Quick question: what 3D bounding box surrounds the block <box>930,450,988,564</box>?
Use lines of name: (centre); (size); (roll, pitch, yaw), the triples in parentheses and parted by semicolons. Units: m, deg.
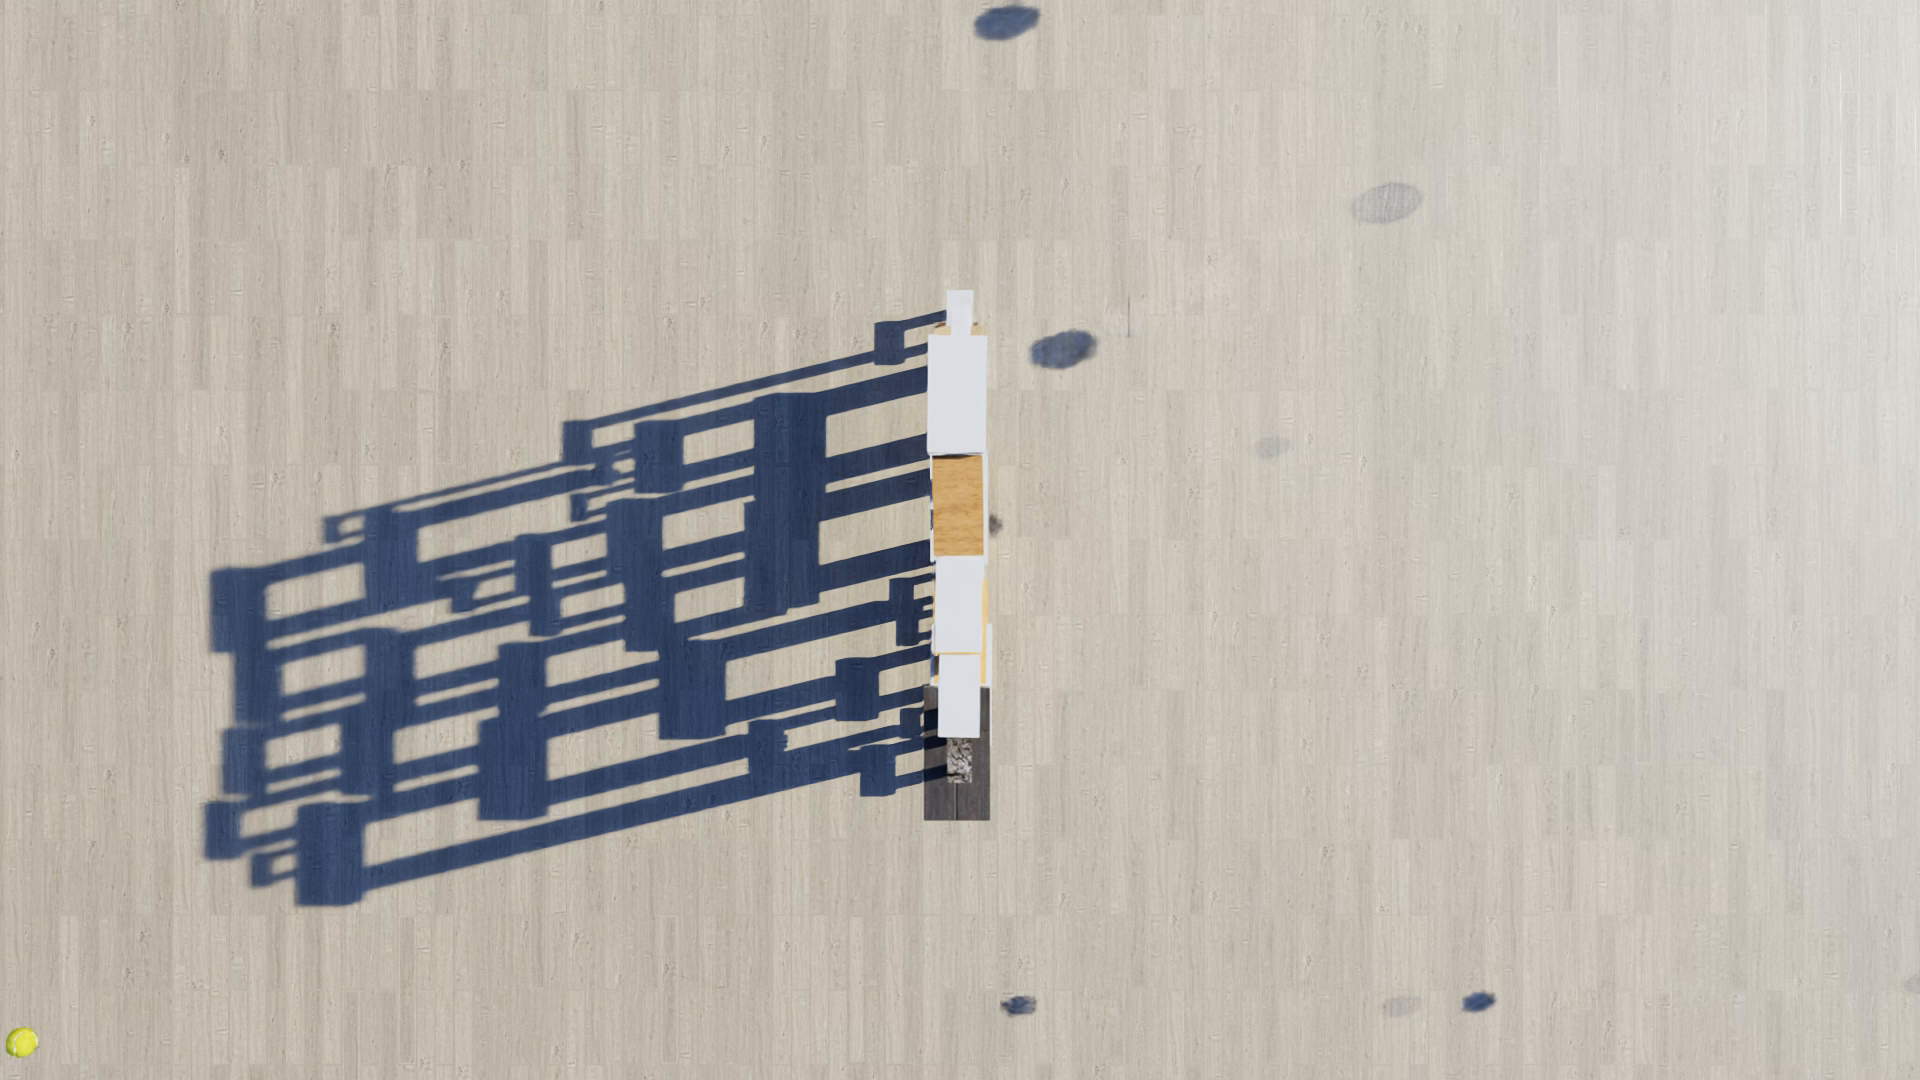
block: (-0.003, -0.101, 5.121); (0.177, 0.050, 0.354); (0, 90, 0)

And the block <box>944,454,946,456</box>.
block: (0.004, -0.273, 4.588); (0.093, 0.026, 0.185); (0, 90, 0)

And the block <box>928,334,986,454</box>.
block: (-0.007, -0.350, 3.967); (0.140, 0.040, 0.281); (1, 90, 0)

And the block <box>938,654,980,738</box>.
block: (-0.002, 0.371, 3.930); (0.098, 0.028, 0.195); (1, 90, 0)

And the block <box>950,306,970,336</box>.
block: (0.001, -0.542, 4.162); (0.050, 0.014, 0.099); (-1, 90, 0)

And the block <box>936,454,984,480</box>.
block: (0.001, -0.262, 4.806); (0.135, 0.038, 0.271); (0, 90, 0)

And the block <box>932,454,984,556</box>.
block: (-0.004, -0.084, 4.007); (0.122, 0.035, 0.244); (-1, 90, 0)

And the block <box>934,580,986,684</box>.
block: (0.002, 0.234, 4.237); (0.133, 0.038, 0.266); (0, 90, 0)

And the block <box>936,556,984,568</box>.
block: (-0.001, -0.026, 4.286); (0.125, 0.035, 0.249); (-1, 90, 0)

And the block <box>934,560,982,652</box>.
block: (-0.003, 0.159, 3.979); (0.112, 0.032, 0.223); (1, 90, 0)

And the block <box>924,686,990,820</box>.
block: (-0.008, 0.538, 4.163); (0.167, 0.047, 0.335); (0, 90, 0)

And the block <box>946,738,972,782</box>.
block: (-0.002, 0.530, 4.012); (0.059, 0.017, 0.119); (0, 90, 0)

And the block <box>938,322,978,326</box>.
block: (-0.004, -0.520, 4.861); (0.118, 0.033, 0.236); (0, 90, 0)

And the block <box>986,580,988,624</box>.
block: (0.003, 0.281, 4.927); (0.159, 0.045, 0.319); (0, 90, 0)

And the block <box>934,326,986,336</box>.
block: (0.000, -0.420, 4.287); (0.135, 0.038, 0.269); (0, 90, 0)

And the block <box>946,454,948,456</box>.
block: (-0.006, -0.219, 4.444); (0.061, 0.017, 0.122); (0, 90, 0)

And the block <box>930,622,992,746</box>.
block: (0.003, 0.397, 4.546); (0.167, 0.047, 0.335); (0, 90, 0)

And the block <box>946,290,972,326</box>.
block: (0.000, -0.634, 4.685); (0.074, 0.021, 0.148); (0, 90, 0)

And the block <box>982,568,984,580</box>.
block: (0.000, 0.084, 4.131); (0.112, 0.274, 0.032); (1, 90, 0)

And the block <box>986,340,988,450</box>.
block: (-0.001, -0.452, 5.138); (0.169, 0.048, 0.338); (0, 90, 0)
